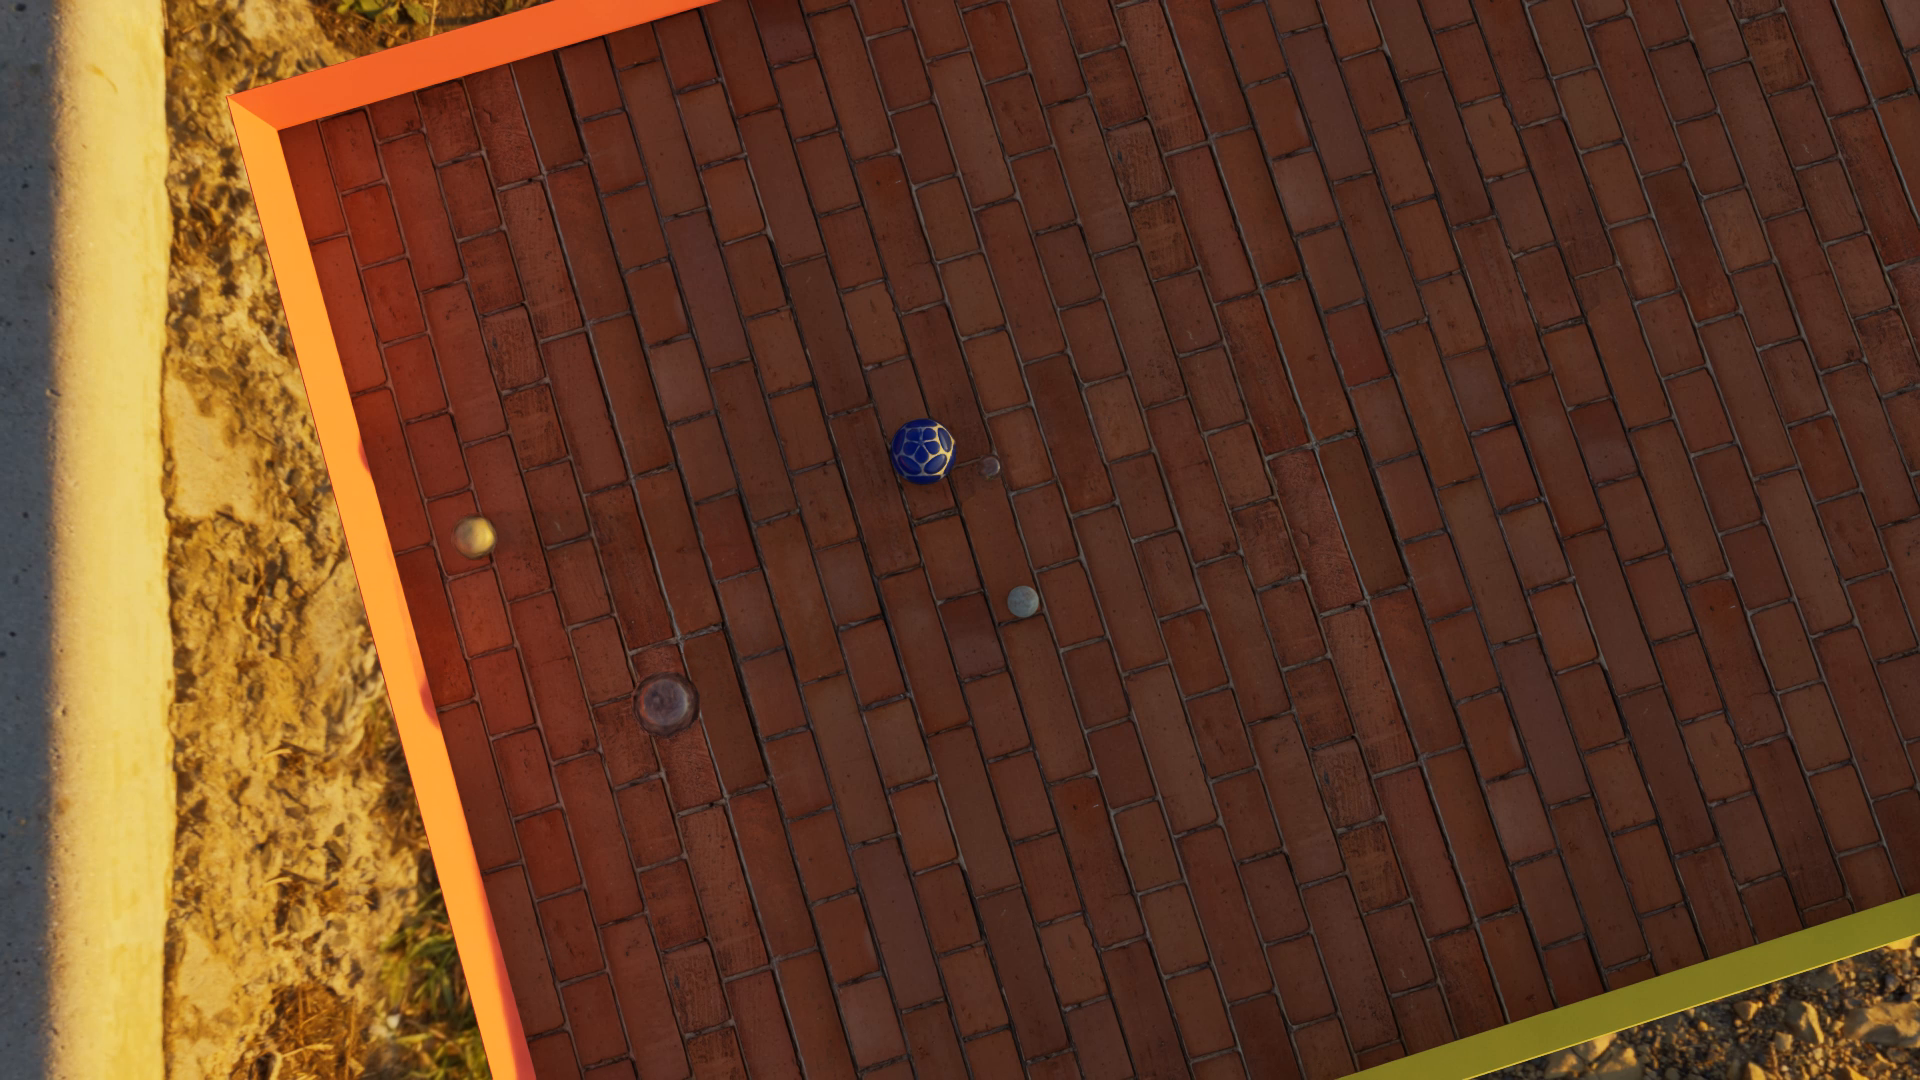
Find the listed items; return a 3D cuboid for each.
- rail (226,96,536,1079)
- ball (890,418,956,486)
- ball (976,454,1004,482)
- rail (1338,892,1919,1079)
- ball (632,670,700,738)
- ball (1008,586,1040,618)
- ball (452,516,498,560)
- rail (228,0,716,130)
[{"bbox_3d":[-0.791,0.238,3.203,0.045,0.129,1.897,-17,82,-3],"label":"rail"},{"bbox_3d":[-0.054,-0.132,3.275,0.099,0.099,0.099,0,81,0],"label":"ball"},{"bbox_3d":[0.045,-0.109,3.301,0.041,0.041,0.041,0,81,0],"label":"ball"},{"bbox_3d":[1.087,0.620,3.146,3.406,0.129,0.045,-17,82,-3],"label":"rail"},{"bbox_3d":[-0.430,0.240,3.220,0.097,0.097,0.097,0,81,0],"label":"ball"},{"bbox_3d":[0.094,0.091,3.267,0.048,0.048,0.048,0,81,0],"label":"ball"},{"bbox_3d":[-0.722,-0.004,3.273,0.065,0.065,0.065,0,81,0],"label":"ball"},{"bbox_3d":[0.540,-1.127,3.408,3.406,0.129,0.045,-17,82,-3],"label":"rail"}]
